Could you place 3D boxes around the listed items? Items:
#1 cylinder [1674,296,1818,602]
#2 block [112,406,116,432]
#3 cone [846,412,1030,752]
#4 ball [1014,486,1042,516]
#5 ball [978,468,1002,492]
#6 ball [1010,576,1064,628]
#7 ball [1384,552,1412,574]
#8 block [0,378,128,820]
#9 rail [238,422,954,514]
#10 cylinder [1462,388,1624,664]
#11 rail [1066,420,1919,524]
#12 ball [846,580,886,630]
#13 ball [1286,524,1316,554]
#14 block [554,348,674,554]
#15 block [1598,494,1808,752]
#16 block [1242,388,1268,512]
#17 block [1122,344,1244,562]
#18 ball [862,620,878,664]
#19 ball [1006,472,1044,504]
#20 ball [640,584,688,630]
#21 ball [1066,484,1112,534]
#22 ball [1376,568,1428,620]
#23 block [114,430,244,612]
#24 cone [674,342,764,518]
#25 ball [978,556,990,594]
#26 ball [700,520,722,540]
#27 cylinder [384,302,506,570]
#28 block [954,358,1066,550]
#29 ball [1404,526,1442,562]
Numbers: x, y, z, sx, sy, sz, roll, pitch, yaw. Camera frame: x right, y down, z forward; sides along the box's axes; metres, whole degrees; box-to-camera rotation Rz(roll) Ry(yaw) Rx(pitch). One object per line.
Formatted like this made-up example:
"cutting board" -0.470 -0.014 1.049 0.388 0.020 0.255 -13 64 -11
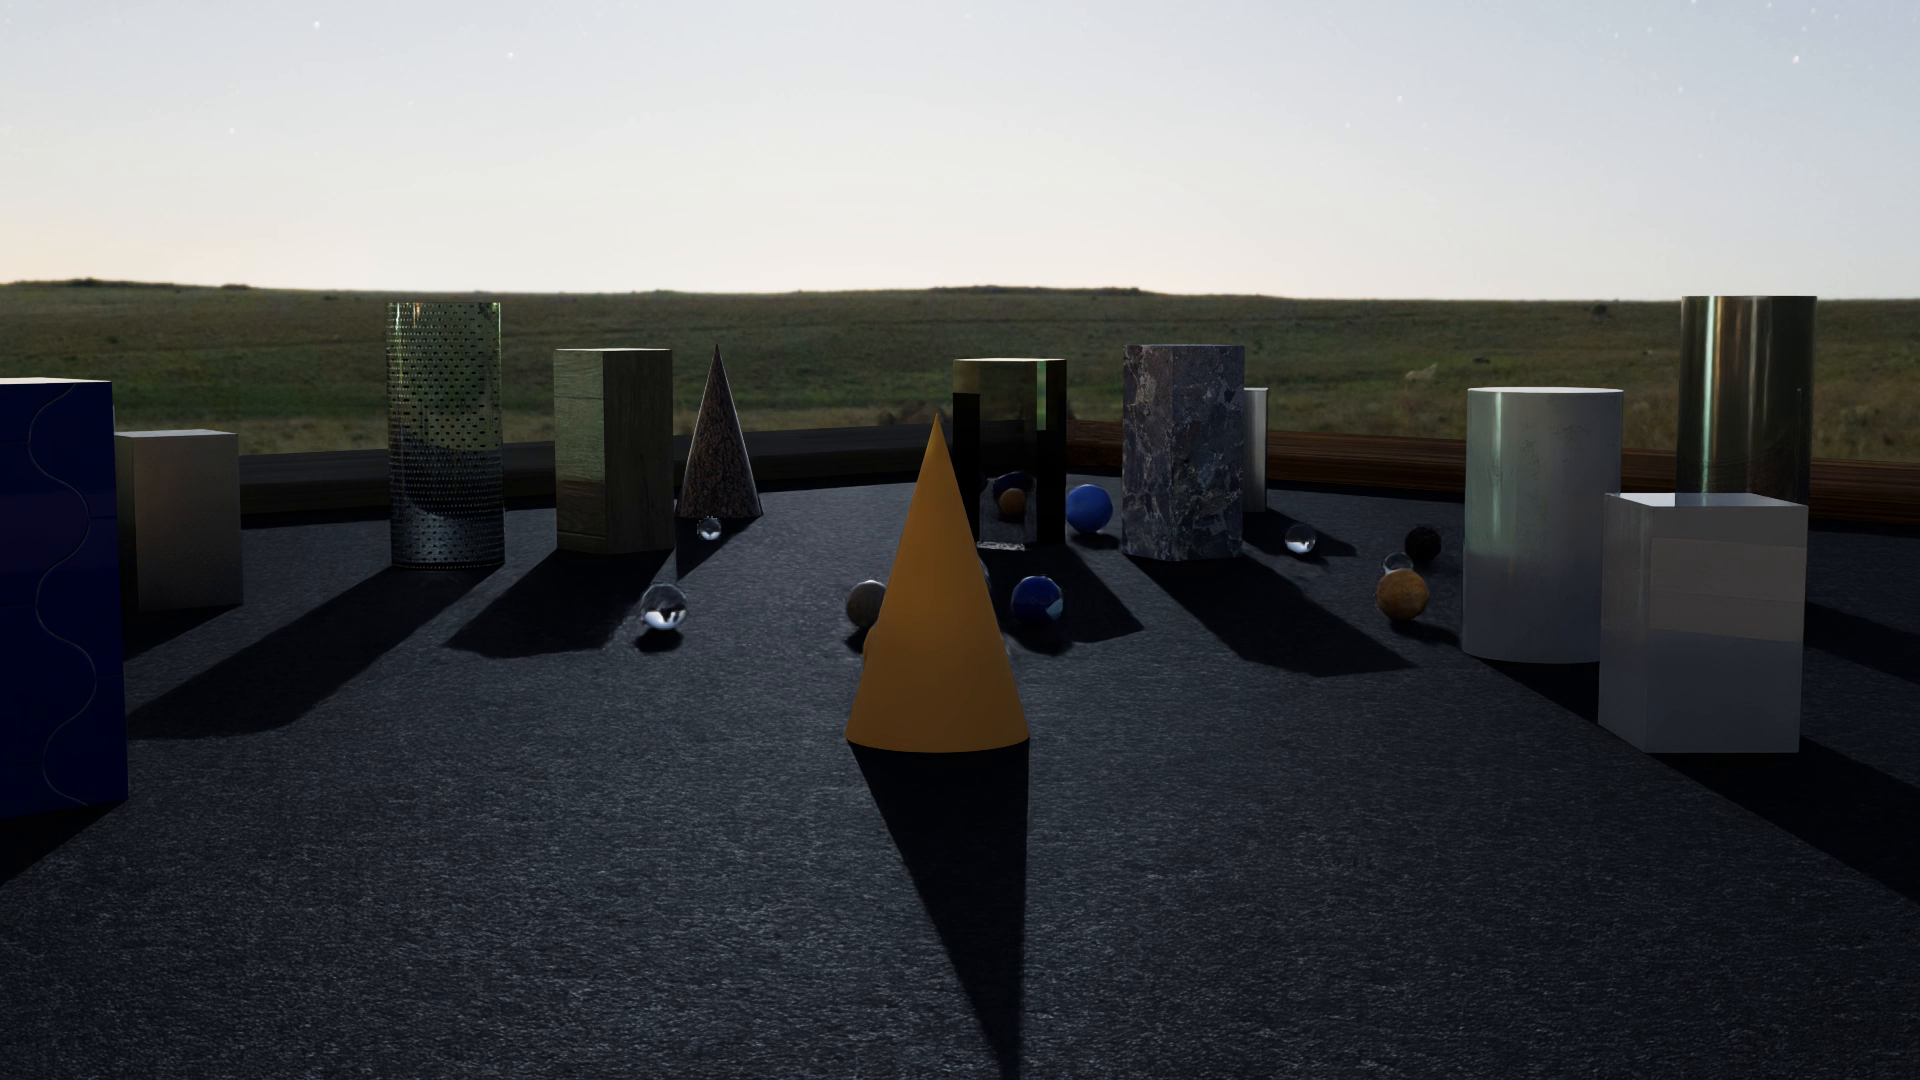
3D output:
"cylinder" 1.199 -0.140 3.365 0.195 0.465 0.195 0 6 0
"block" -1.482 -0.077 3.648 0.156 0.282 0.156 -2 6 -20
"cone" -0.024 0.036 2.298 0.195 0.339 0.195 0 6 0
"ball" 0.149 -0.085 4.779 0.062 0.062 0.062 0 6 0
"ball" 0.071 -0.146 5.381 0.059 0.059 0.059 0 6 0
"ball" 0.108 0.087 3.079 0.074 0.074 0.074 0 6 0
"ball" 0.723 0.043 3.627 0.047 0.047 0.047 0 6 0
"block" -0.869 0.047 1.988 0.156 0.380 0.156 -6 8 -44
"rail" -1.435 -0.129 4.878 4.586 0.127 0.045 -5 8 -42
"cylinder" 0.755 -0.024 2.853 0.195 0.341 0.195 0 6 0
"rail" 1.668 -0.127 4.863 0.045 0.127 4.278 -5 8 -42
"ball" -0.125 0.091 3.062 0.069 0.069 0.069 0 6 0
"ball" 0.623 -0.002 4.025 0.054 0.054 0.054 0 6 0
"block" -0.644 -0.169 4.096 0.156 0.371 0.156 -6 8 -44
"block" 0.767 0.082 2.282 0.156 0.249 0.156 0 6 -1
"block" 0.607 -0.203 4.917 0.156 0.269 0.156 1 6 10
"block" 0.403 -0.162 3.985 0.156 0.381 0.156 -3 7 -29
"ball" -0.065 0.130 2.557 0.097 0.097 0.097 0 6 0
"ball" 0.147 -0.111 4.921 0.084 0.084 0.084 0 6 0
"ball" -0.412 0.093 3.062 0.065 0.065 0.065 0 6 0
"ball" 0.256 -0.062 4.390 0.097 0.097 0.097 0 6 0
"ball" 0.635 0.079 3.157 0.075 0.075 0.075 0 6 0
"block" -1.198 -0.033 3.342 0.156 0.258 0.156 -5 8 -37
"cone" -0.527 -0.243 4.783 0.195 0.375 0.195 0 6 0
"ball" -0.004 0.062 3.208 0.098 0.098 0.098 0 6 0
"ball" -0.482 -0.019 4.251 0.042 0.042 0.042 0 6 0
"cylinder" -0.896 -0.184 3.832 0.195 0.456 0.195 0 6 0
"block" 0.095 -0.166 4.164 0.156 0.351 0.156 4 7 32
"ball" 0.819 0.006 3.891 0.065 0.065 0.065 0 6 0
